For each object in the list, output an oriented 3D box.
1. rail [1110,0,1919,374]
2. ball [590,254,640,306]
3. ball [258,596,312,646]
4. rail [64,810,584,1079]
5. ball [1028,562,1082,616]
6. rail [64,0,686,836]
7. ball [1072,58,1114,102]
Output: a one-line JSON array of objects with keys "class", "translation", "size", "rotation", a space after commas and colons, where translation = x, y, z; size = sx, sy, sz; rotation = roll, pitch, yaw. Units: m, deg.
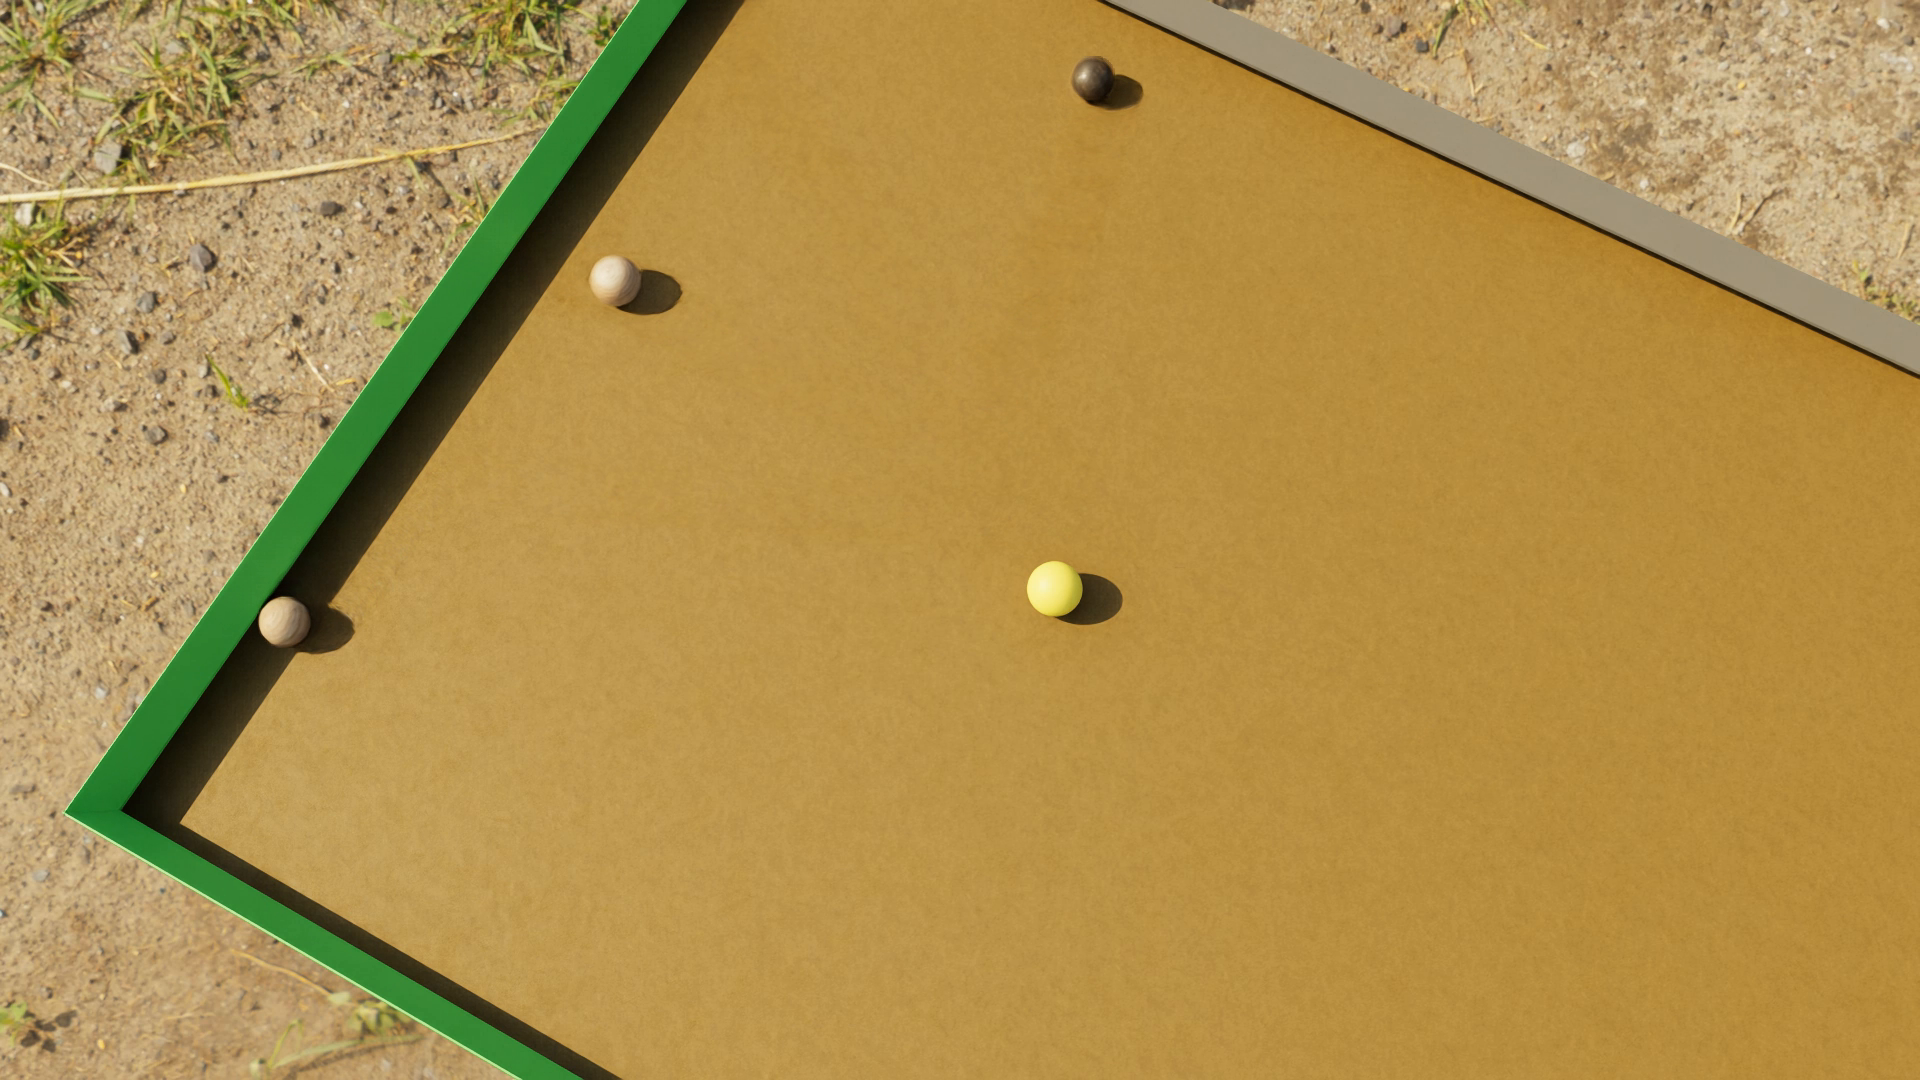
[{"class": "rail", "translation": [1.305, -0.414, 3.591], "size": [3.736, 0.112, 0.045], "rotation": [27, 72, 10]}, {"class": "ball", "translation": [-0.566, -0.426, 3.612], "size": [0.084, 0.084, 0.084], "rotation": [0, 69, 0]}, {"class": "ball", "translation": [-1.046, 0.126, 3.406], "size": [0.078, 0.078, 0.078], "rotation": [0, 69, 0]}, {"class": "rail", "translation": [0.333, 1.242, 2.964], "size": [3.736, 0.112, 0.045], "rotation": [27, 72, 10]}, {"class": "ball", "translation": [0.148, 0.076, 3.420], "size": [0.087, 0.087, 0.087], "rotation": [0, 69, 0]}, {"class": "rail", "translation": [-0.798, -0.416, 3.592], "size": [0.045, 0.112, 2.067], "rotation": [27, 72, 10]}, {"class": "ball", "translation": [0.226, -0.786, 3.754], "size": [0.072, 0.072, 0.072], "rotation": [0, 69, 0]}]
